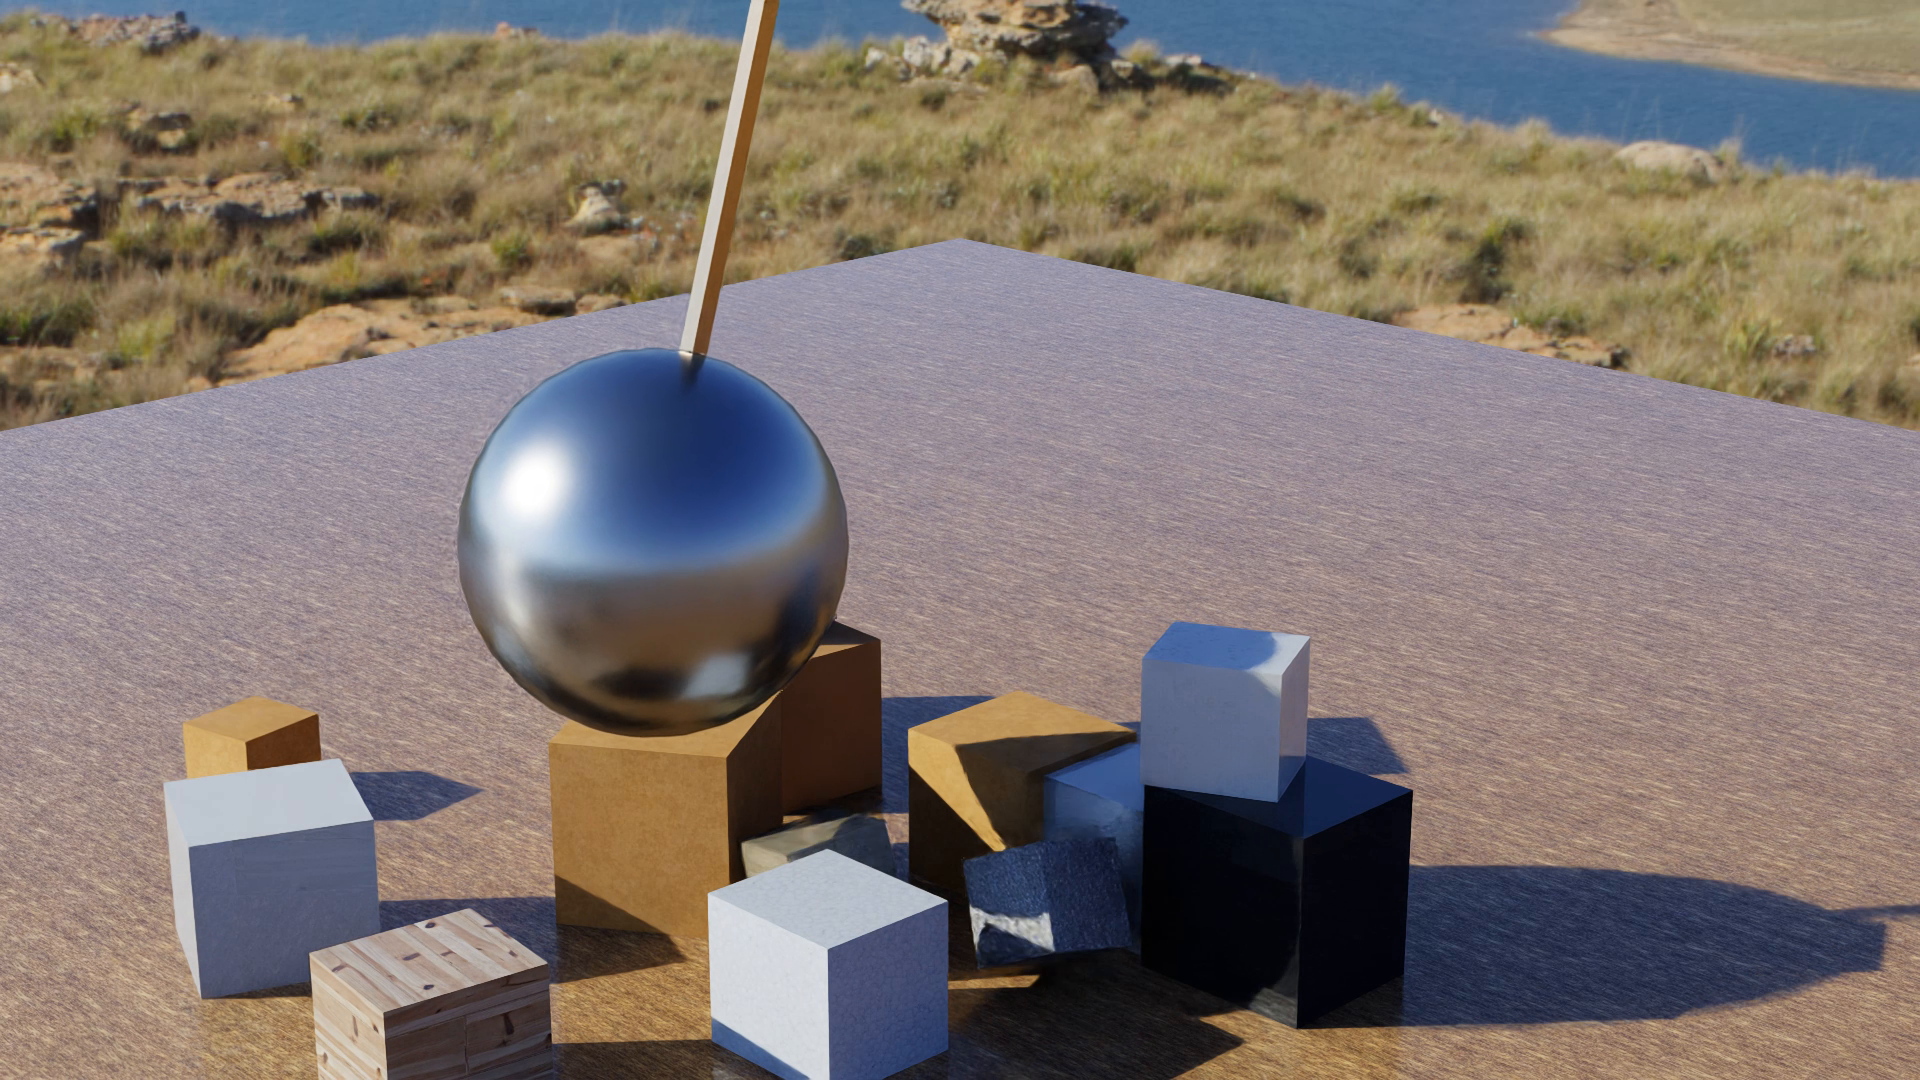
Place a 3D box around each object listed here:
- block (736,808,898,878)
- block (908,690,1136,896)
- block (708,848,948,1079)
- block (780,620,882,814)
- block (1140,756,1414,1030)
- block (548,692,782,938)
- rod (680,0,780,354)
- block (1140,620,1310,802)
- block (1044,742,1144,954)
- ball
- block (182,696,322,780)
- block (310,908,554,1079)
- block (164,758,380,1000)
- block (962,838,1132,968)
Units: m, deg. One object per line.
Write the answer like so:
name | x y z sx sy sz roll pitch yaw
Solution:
block | -0.590 1.471 12.598 0.473 0.470 0.522 -17 9 -26
block | 0.282 1.195 13.367 0.711 0.704 0.748 -17 24 -42
block | -0.526 1.730 11.750 0.639 0.653 0.719 -16 24 -42
block | -0.851 0.830 14.442 0.646 0.757 0.678 -14 22 -38
block | 1.331 1.432 12.385 0.848 0.842 0.728 17 24 42
block | -1.299 1.190 13.131 0.803 0.857 0.837 4 18 12
rod | -0.544 -3.301 11.734 0.080 5.200 0.080 17 7 42
block | 1.115 0.715 12.328 0.592 0.560 0.503 6 18 19
block | 0.800 1.357 12.914 0.648 0.667 0.577 17 24 42
ball | -1.255 0.011 12.030 1.600 1.600 1.600 0 17 0
block | -3.435 1.063 14.260 0.441 0.420 0.463 12 21 33
block | -2.035 1.890 11.317 0.690 0.607 0.630 -13 21 -35
block | -2.955 1.442 12.602 0.762 0.692 0.751 -7 19 -21
block | 0.364 1.523 12.305 0.450 0.457 0.472 2 -16 -42
